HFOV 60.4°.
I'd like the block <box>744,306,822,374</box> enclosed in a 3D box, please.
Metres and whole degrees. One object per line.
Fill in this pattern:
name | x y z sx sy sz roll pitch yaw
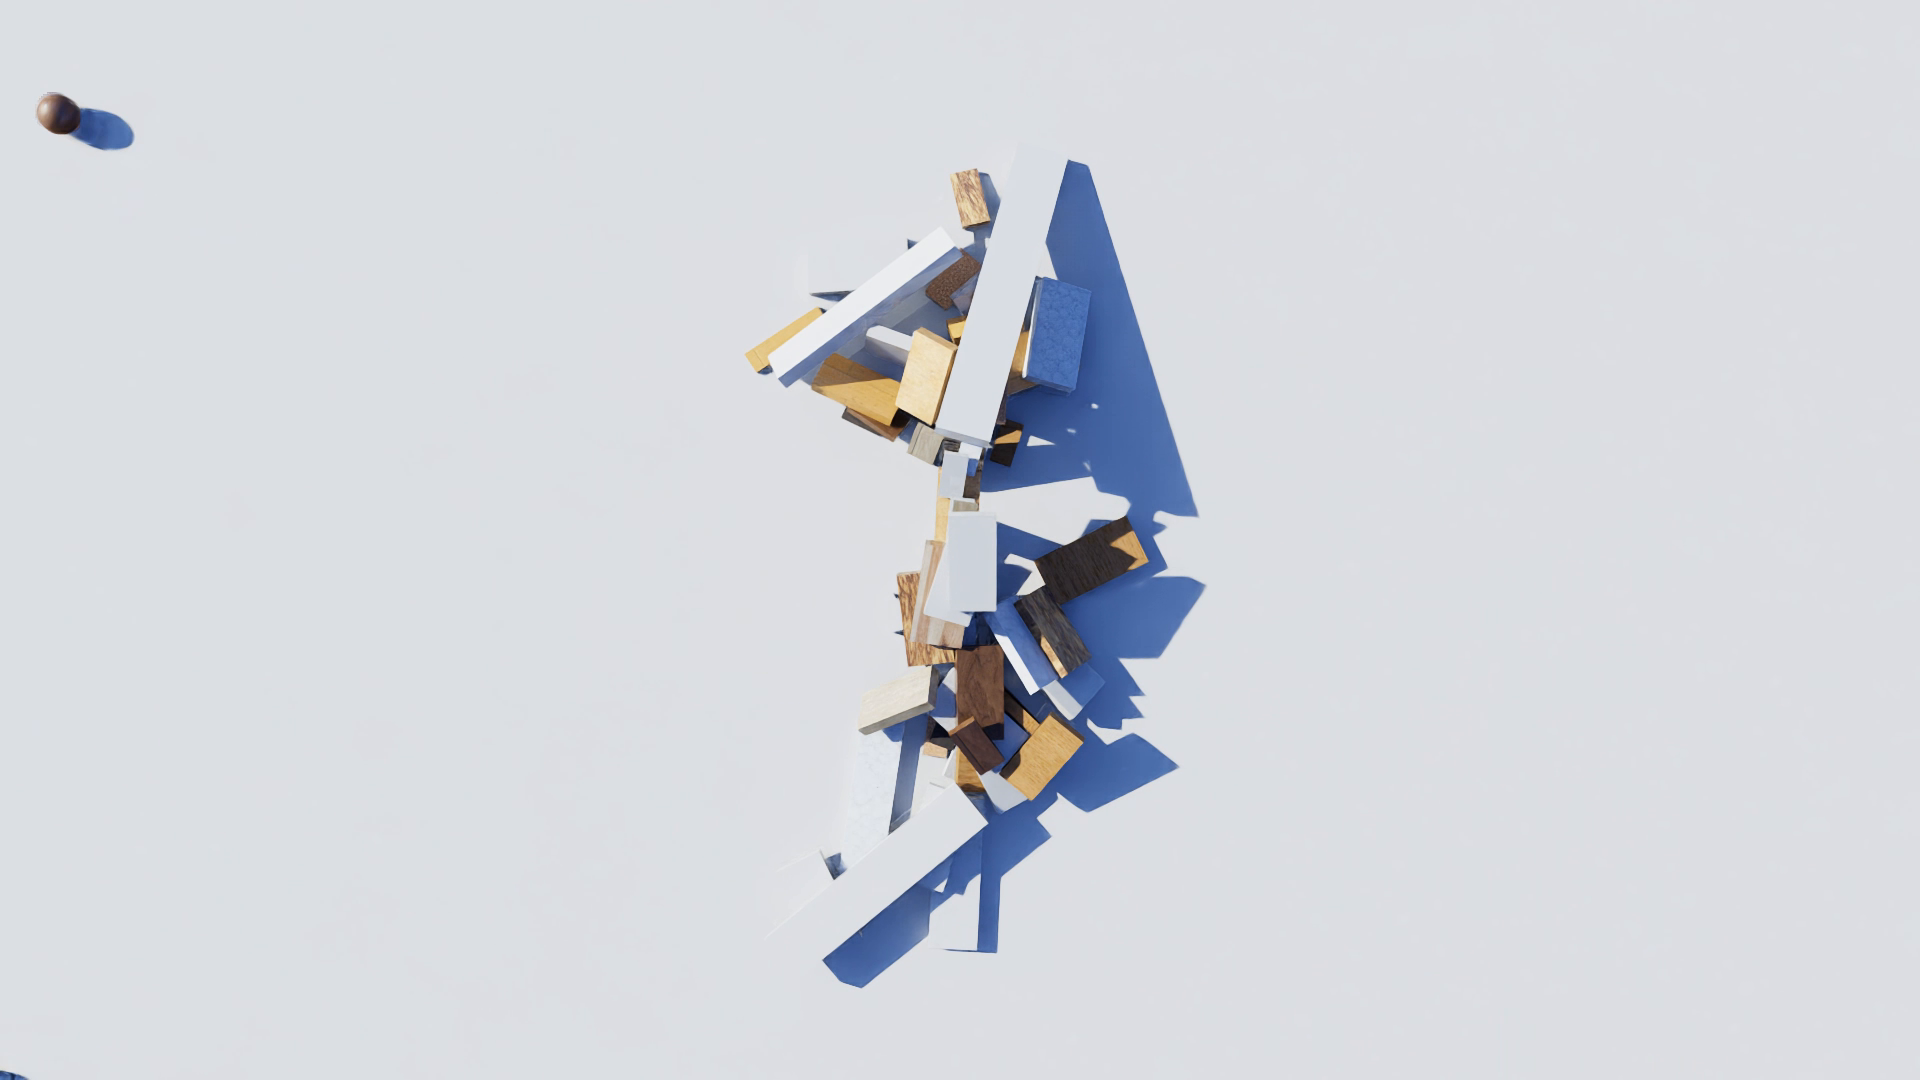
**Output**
block | -0.575 -0.667 5.490 0.292 0.021 0.073 -33 90 0

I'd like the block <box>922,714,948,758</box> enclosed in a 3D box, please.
block | -0.073 0.640 5.489 0.079 0.022 0.158 8 90 0

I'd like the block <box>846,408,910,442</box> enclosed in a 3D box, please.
block | -0.270 -0.414 5.457 0.191 0.027 0.095 34 62 5

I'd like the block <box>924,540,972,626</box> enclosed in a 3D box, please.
block | 0.000 0.115 5.168 0.147 0.042 0.293 16 109 -6

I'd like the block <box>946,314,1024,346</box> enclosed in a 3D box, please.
block | 0.083 -0.708 5.427 0.237 0.118 0.034 -14 130 -5

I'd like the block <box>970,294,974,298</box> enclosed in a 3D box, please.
block | 0.127 -0.828 5.465 0.172 0.024 0.086 -40 125 0

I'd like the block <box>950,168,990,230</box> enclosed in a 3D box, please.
block | 0.032 -1.132 5.470 0.094 0.027 0.187 -13 80 -2

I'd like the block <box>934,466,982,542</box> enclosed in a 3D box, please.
block | -0.008 -0.093 5.194 0.134 0.038 0.267 3 106 -2

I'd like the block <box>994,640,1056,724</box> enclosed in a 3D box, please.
block | 0.215 0.452 5.480 0.139 0.039 0.297 -44 90 0

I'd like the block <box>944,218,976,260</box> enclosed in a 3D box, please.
block | 0.001 -0.977 5.487 0.094 0.027 0.187 -4 90 0

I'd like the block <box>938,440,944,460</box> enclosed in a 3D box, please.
block | 0.007 -0.338 5.376 0.133 0.266 0.038 8 59 0

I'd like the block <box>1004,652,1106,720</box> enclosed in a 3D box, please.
block | 0.302 0.412 5.444 0.339 0.048 0.170 45 67 -1

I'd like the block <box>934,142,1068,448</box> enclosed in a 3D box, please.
block | 0.140 -0.800 5.269 0.173 0.049 1.091 15 68 0

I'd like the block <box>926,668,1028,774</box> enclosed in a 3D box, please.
block | 0.047 0.588 5.364 0.333 0.047 0.167 43 83 -7

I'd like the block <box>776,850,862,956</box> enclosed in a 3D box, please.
block | -0.464 1.202 5.437 0.161 0.046 0.321 -26 90 1

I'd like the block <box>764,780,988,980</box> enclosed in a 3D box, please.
block | -0.273 1.111 5.388 0.806 0.048 0.170 -39 89 1

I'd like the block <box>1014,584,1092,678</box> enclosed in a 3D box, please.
block | 0.304 0.298 5.399 0.041 0.144 0.287 -37 84 44

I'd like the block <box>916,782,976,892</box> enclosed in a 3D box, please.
block | -0.079 0.978 5.432 0.161 0.046 0.321 20 90 1

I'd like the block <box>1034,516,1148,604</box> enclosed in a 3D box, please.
block | 0.435 0.070 5.476 0.339 0.048 0.170 -26 90 0

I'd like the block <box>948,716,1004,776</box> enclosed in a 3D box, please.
block | 0.054 0.661 5.289 0.095 0.027 0.191 -33 117 6

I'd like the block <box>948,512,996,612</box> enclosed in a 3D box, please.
block | 0.039 0.067 5.107 0.147 0.042 0.314 0 110 0

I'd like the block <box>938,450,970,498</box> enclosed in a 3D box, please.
block | -0.020 -0.201 5.111 0.076 0.022 0.152 7 121 -3

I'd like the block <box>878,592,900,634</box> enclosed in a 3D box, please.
block | -0.220 0.244 5.491 0.061 0.017 0.122 -29 90 0

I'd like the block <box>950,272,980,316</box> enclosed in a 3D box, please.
block | 0.056 -0.828 5.464 0.172 0.024 0.086 -41 128 0

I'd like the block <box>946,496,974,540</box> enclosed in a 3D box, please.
block | 0.000 -0.059 5.161 0.076 0.022 0.152 6 115 -3

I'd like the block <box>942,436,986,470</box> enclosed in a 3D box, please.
block | 0.011 -0.270 5.382 0.134 0.267 0.038 7 53 0

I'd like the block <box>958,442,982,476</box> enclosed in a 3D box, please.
block | 0.030 -0.270 5.126 0.067 0.019 0.134 16 93 -3

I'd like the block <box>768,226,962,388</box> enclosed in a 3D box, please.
block | -0.314 -0.760 5.377 0.715 0.168 0.048 -36 126 5

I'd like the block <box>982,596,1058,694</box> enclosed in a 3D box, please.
block | 0.206 0.338 5.350 0.043 0.152 0.304 -35 83 39

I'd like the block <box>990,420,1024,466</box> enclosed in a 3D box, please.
block | 0.156 -0.324 5.490 0.073 0.021 0.147 18 90 0

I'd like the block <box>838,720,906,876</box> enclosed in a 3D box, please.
block | -0.301 0.910 5.480 0.144 0.041 0.652 9 90 0

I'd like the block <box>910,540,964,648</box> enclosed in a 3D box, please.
block | -0.052 0.172 5.235 0.166 0.047 0.333 8 109 -4

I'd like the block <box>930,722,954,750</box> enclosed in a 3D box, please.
block | -0.037 0.609 5.466 0.079 0.022 0.158 20 89 -5

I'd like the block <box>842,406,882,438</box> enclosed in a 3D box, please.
block | -0.314 -0.408 5.490 0.147 0.021 0.073 26 90 0

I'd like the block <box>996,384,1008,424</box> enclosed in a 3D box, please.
block | 0.111 -0.428 5.156 0.067 0.019 0.134 6 68 -7

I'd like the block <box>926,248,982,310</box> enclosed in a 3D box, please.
block | -0.021 -0.866 5.464 0.094 0.027 0.187 39 100 -9

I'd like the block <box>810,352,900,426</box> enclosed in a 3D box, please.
block | -0.331 -0.501 5.447 0.287 0.041 0.144 25 62 0

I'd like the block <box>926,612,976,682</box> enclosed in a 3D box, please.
block | -0.031 0.339 5.386 0.167 0.047 0.406 -1 101 1

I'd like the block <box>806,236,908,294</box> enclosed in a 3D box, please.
block | -0.339 -0.911 5.476 0.337 0.048 0.168 -4 90 0

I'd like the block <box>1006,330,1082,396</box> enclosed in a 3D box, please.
block | 0.212 -0.587 5.411 0.346 0.049 0.173 -22 90 -23

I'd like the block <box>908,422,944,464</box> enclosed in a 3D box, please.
block | -0.113 -0.315 5.407 0.095 0.191 0.027 27 67 0

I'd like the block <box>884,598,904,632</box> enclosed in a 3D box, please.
block | -0.217 0.249 5.475 0.053 0.015 0.105 -13 90 0

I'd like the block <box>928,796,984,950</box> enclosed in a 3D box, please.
block | -0.012 1.103 5.477 0.161 0.046 0.501 3 90 0

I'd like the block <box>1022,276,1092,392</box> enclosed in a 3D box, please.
block | 0.318 -0.675 5.412 0.173 0.049 0.346 14 77 -19

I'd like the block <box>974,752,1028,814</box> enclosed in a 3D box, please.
block | 0.125 0.748 5.433 0.139 0.039 0.277 -28 99 -10

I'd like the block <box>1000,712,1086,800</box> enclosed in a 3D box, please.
block | 0.265 0.701 5.346 0.139 0.039 0.277 39 111 2

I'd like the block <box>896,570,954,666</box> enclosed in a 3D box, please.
block | -0.110 0.250 5.323 0.152 0.043 0.304 -6 101 2

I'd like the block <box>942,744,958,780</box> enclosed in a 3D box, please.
block | 0.009 0.722 5.480 0.079 0.022 0.158 23 90 -13

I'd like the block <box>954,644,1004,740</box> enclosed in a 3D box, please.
block | 0.063 0.493 5.322 0.152 0.043 0.304 -1 89 -10

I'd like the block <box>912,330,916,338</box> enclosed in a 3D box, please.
block | -0.049 -0.613 5.439 0.237 0.118 0.034 21 77 0

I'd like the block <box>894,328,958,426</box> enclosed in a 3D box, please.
block | -0.108 -0.527 5.316 0.144 0.041 0.287 30 128 16

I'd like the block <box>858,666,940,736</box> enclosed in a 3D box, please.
block | -0.201 0.524 5.367 0.293 0.147 0.042 -24 130 29

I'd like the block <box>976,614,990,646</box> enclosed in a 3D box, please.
block | 0.076 0.326 5.450 0.015 0.053 0.156 -20 62 41

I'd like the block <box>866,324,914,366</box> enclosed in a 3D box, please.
block | -0.143 -0.607 5.413 0.337 0.168 0.048 20 77 0

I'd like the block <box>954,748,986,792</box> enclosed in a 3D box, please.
block | 0.065 0.689 5.456 0.144 0.041 0.287 3 93 -13

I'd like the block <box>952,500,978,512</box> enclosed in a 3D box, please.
block | 0.007 -0.047 5.143 0.076 0.022 0.152 8 115 -3

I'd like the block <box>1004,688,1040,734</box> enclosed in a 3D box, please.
block | 0.236 0.606 5.428 0.287 0.144 0.041 44 90 0
